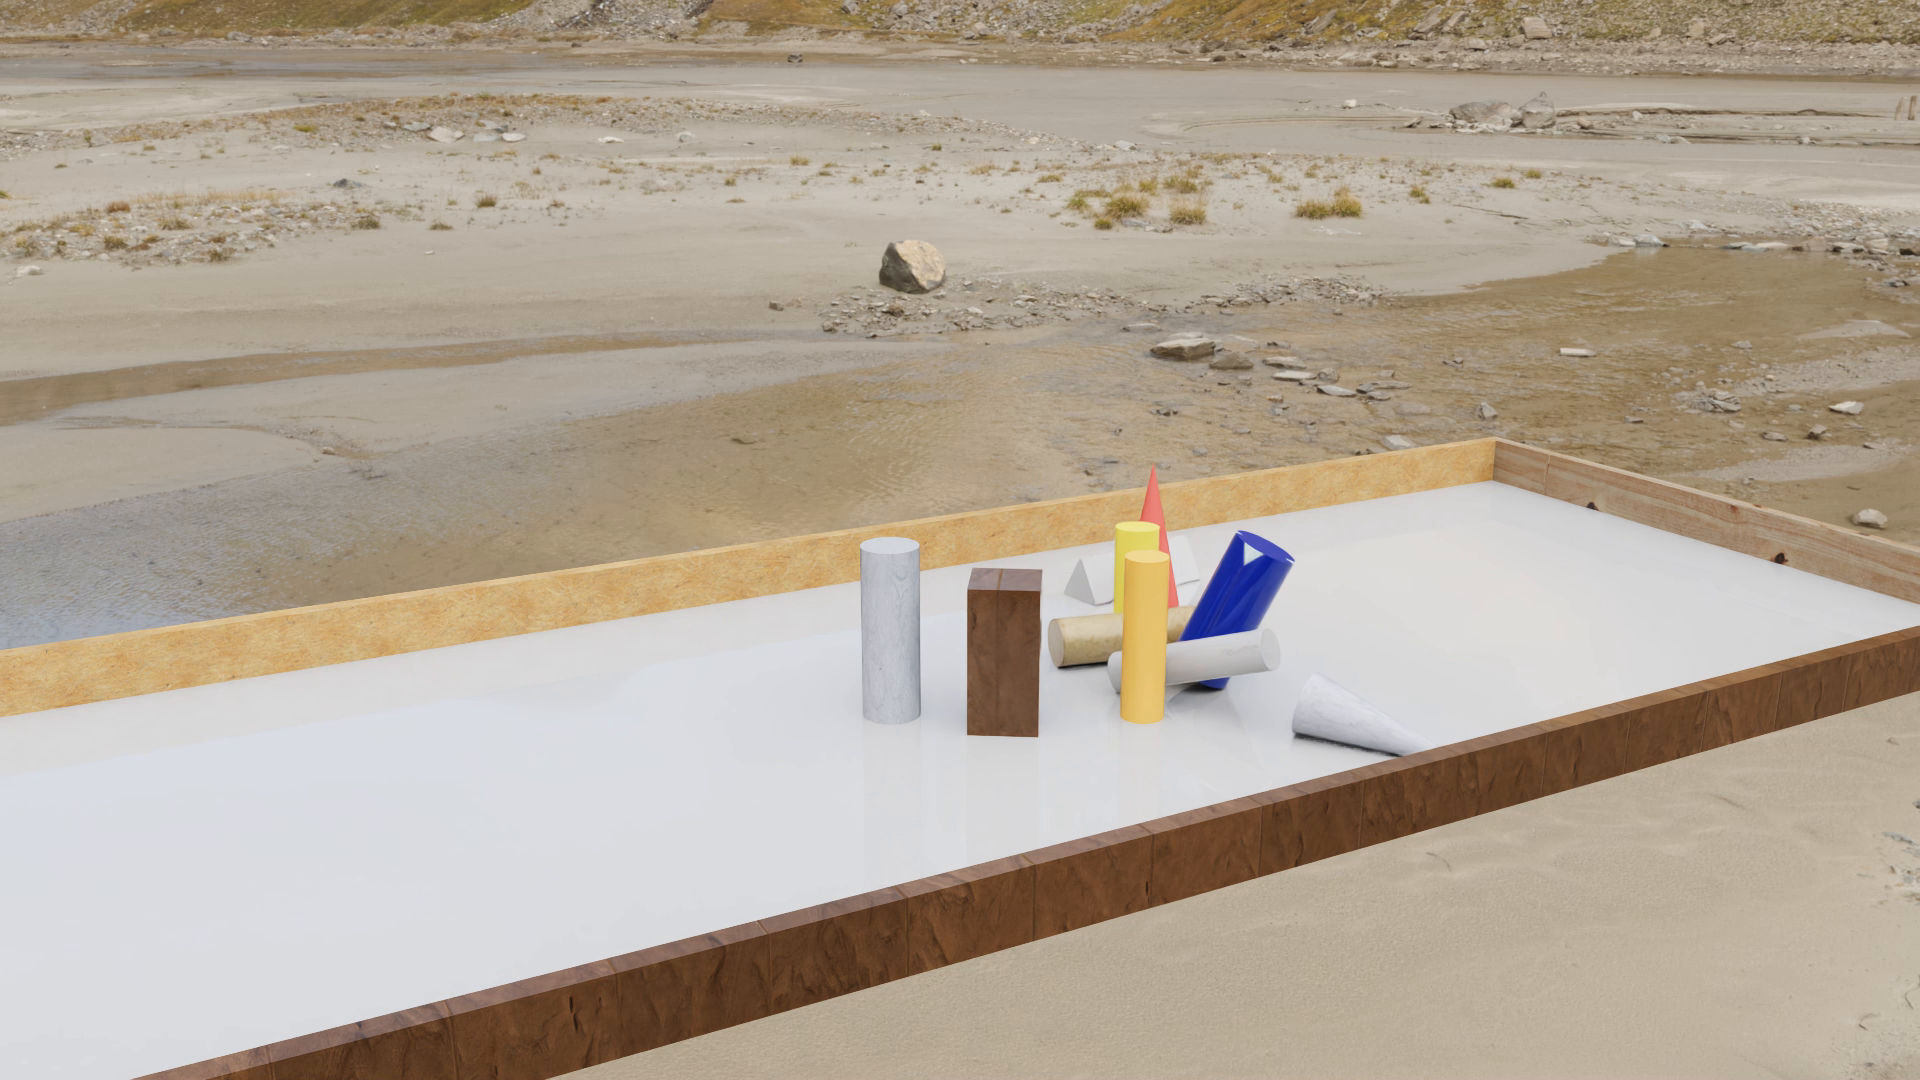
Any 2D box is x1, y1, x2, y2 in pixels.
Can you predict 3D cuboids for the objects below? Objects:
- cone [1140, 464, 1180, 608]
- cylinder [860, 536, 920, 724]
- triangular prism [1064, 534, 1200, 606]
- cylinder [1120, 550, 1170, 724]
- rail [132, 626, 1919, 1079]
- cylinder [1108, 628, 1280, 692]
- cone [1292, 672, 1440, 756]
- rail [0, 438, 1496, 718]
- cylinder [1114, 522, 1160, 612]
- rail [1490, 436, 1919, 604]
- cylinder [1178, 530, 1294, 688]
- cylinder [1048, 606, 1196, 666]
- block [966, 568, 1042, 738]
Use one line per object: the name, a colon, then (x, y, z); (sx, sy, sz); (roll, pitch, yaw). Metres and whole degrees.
cone: (0.540, -0.015, 4.651); (0.170, 0.424, 0.170); (0, 16, 0)
cylinder: (-0.163, 0.213, 3.884); (0.138, 0.420, 0.138); (0, 16, 0)
triangular prism: (0.511, 0.078, 4.862); (0.414, 0.122, 0.141); (-12, 20, -35)
cylinder: (0.434, 0.228, 3.875); (0.104, 0.397, 0.104); (0, 16, 0)
rail: (-2.336, 1.006, 1.665); (12.000, 0.150, 0.050); (-9, 18, -27)
cylinder: (0.557, 0.290, 3.956); (0.418, 0.100, 0.100); (-12, 6, 36)
cone: (0.974, 0.443, 3.714); (0.422, 0.151, 0.151); (21, 25, 28)
rail: (-3.305, 0.497, 3.399); (12.000, 0.150, 0.050); (-9, 18, -27)
cylinder: (0.469, 0.116, 4.396); (0.116, 0.313, 0.116); (0, 14, 0)
rail: (2.466, -0.048, 5.253); (0.050, 0.150, 2.100); (-9, 18, -27)
cylinder: (0.669, 0.172, 4.069); (0.160, 0.361, 0.160); (23, 17, -8)
cylinder: (0.436, 0.249, 4.291); (0.397, 0.123, 0.123); (-5, 17, -16)
block: (0.105, 0.260, 3.839); (0.165, 0.355, 0.165); (1, 16, 4)
